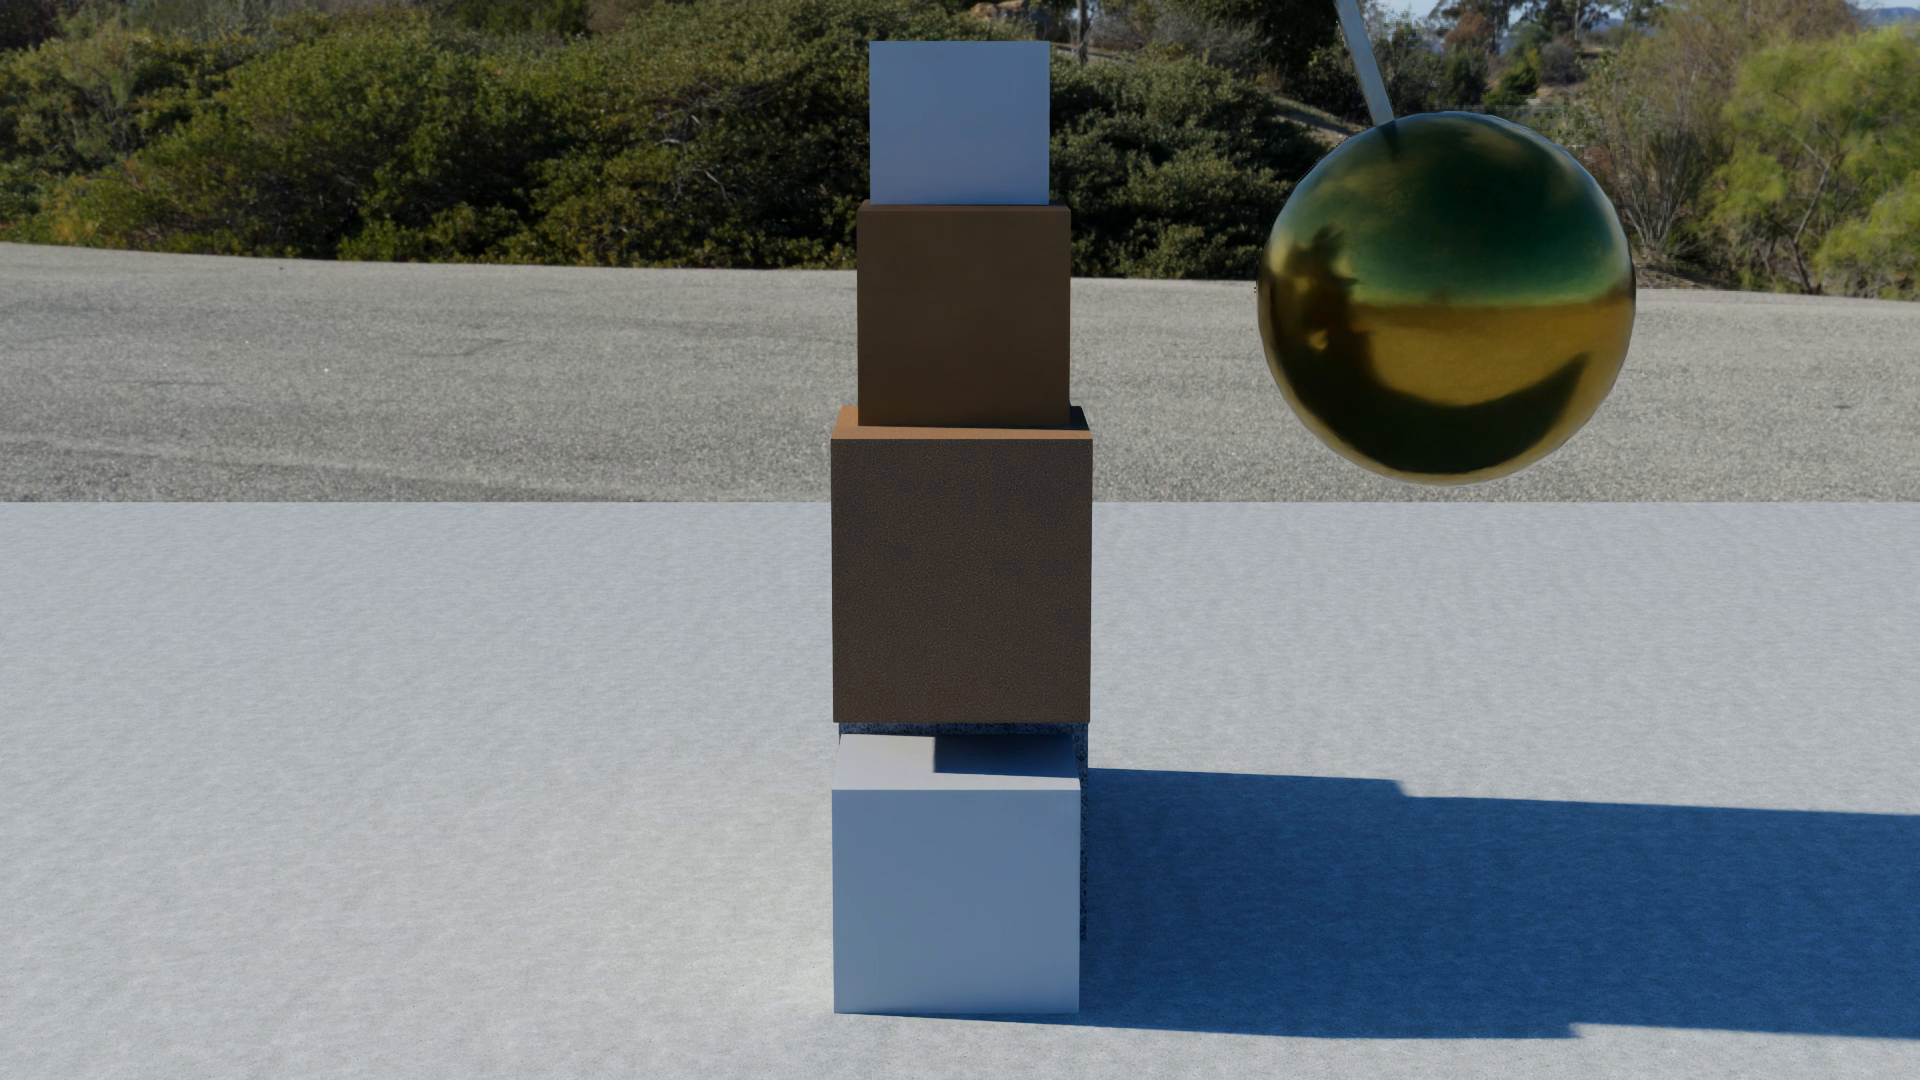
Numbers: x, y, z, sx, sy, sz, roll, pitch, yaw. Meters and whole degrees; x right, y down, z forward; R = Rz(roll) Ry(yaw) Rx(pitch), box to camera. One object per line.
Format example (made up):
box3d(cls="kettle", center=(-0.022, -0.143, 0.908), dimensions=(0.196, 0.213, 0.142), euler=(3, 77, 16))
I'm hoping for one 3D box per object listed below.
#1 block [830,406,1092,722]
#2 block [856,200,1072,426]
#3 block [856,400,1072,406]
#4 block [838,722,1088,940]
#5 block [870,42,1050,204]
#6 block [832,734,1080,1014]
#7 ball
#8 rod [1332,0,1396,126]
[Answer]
box3d(cls="block", center=(0.006, 0.073, 10.187), dimensions=(0.983, 1.096, 0.969), euler=(0, 10, 0))
box3d(cls="block", center=(0.014, -0.930, 10.320), dimensions=(0.821, 0.830, 0.887), euler=(0, 10, 0))
box3d(cls="block", center=(0.015, -0.150, 12.102), dimensions=(0.968, 1.105, 1.082), euler=(0, 10, 0))
box3d(cls="block", center=(0.014, 1.031, 10.939), dimensions=(1.008, 1.058, 1.034), euler=(0, 10, 0))
box3d(cls="block", center=(-0.001, -1.724, 10.573), dimensions=(0.715, 0.643, 0.744), euler=(0, 10, 0))
box3d(cls="block", center=(-0.014, 1.288, 10.036), dimensions=(0.928, 0.876, 0.816), euler=(0, 10, 0))
box3d(cls="ball", center=(2.074, -1.029, 10.993), dimensions=(1.600, 1.600, 1.600), euler=(0, 10, 0))
box3d(cls="rod", center=(0.899, -4.167, 10.423), dimensions=(0.080, 5.200, 0.080), euler=(-20, 10, 4))
